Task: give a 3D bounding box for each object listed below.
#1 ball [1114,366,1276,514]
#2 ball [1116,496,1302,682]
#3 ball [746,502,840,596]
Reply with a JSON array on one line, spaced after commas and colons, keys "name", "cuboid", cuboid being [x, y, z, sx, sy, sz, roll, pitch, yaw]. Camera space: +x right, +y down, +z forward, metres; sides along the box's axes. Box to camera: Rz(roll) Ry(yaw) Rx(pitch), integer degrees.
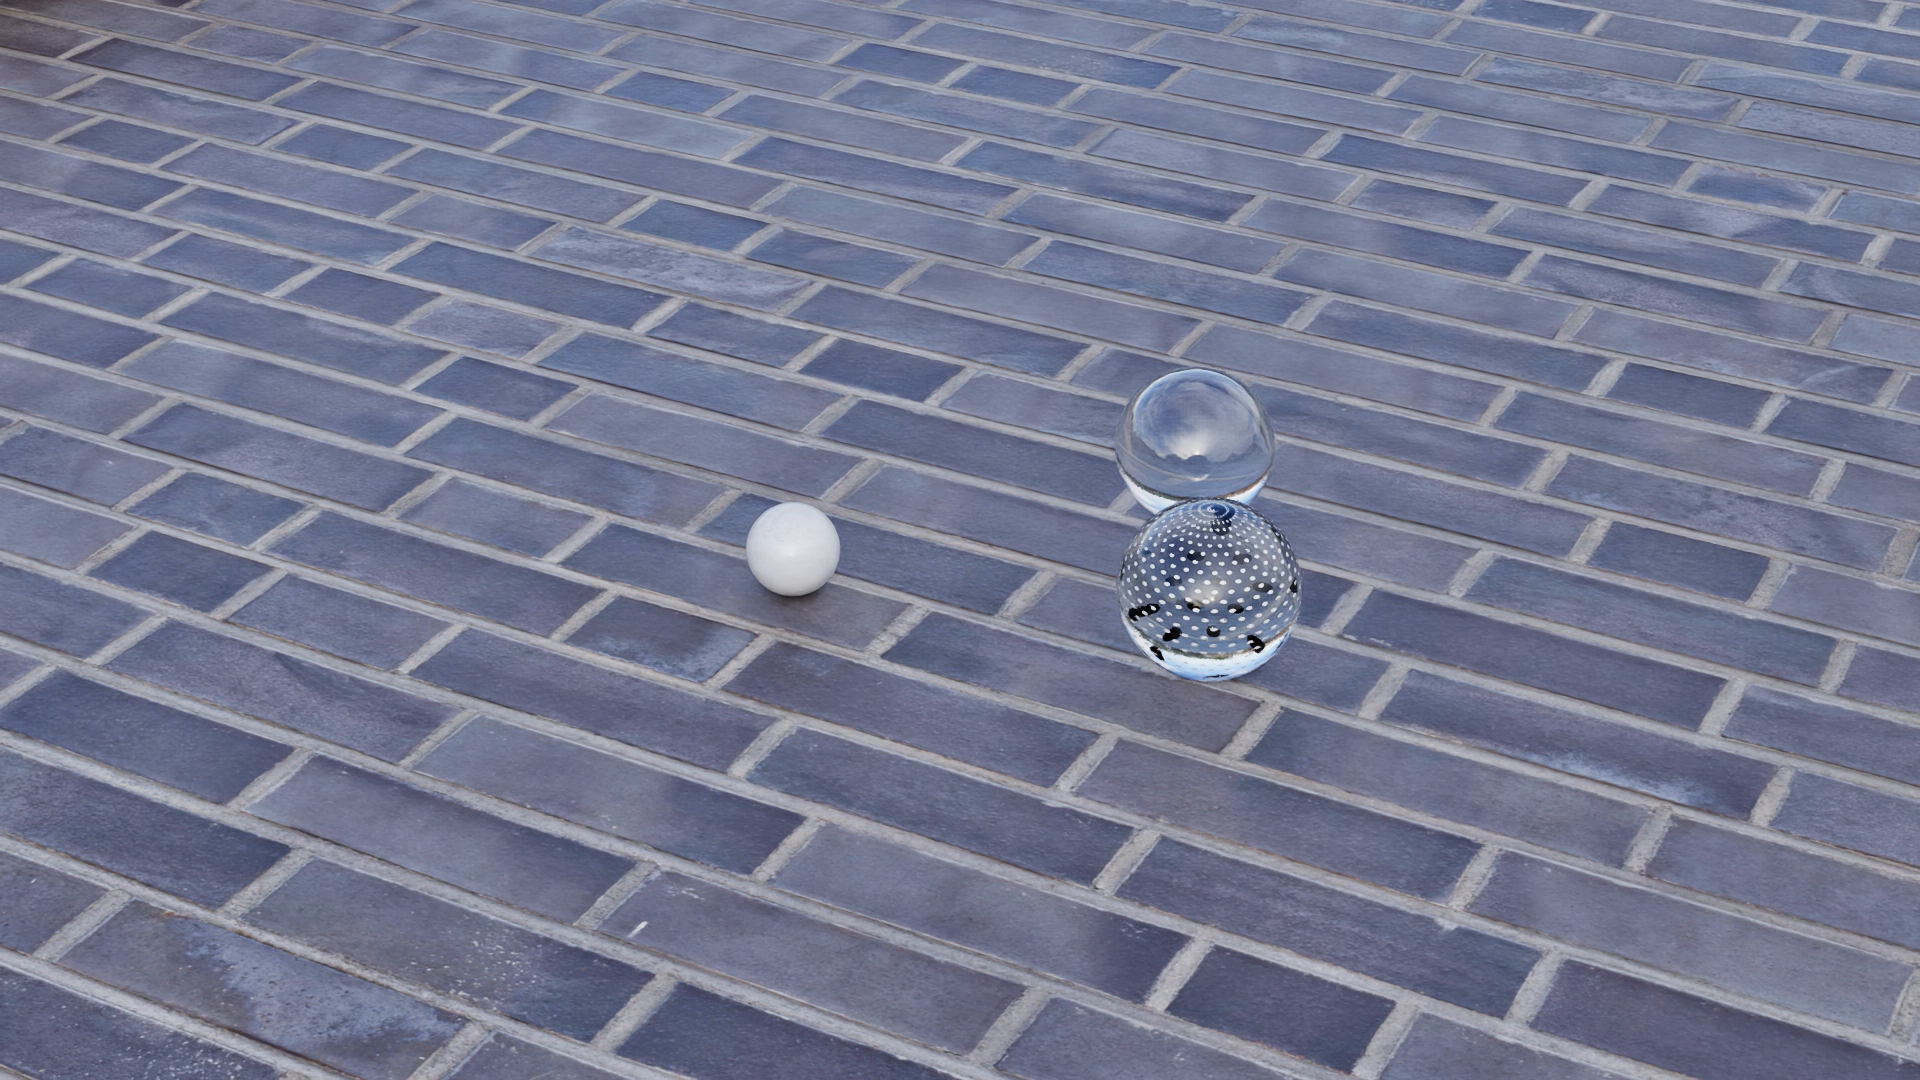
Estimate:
[{"name": "ball", "cuboid": [0.132, -0.053, 1.654, 0.090, 0.090, 0.090, 0, 30, 0]}, {"name": "ball", "cuboid": [0.128, 0.025, 1.514, 0.095, 0.095, 0.095, 0, 30, 0]}, {"name": "ball", "cuboid": [-0.090, 0.005, 1.593, 0.051, 0.051, 0.051, 0, 30, 0]}]
